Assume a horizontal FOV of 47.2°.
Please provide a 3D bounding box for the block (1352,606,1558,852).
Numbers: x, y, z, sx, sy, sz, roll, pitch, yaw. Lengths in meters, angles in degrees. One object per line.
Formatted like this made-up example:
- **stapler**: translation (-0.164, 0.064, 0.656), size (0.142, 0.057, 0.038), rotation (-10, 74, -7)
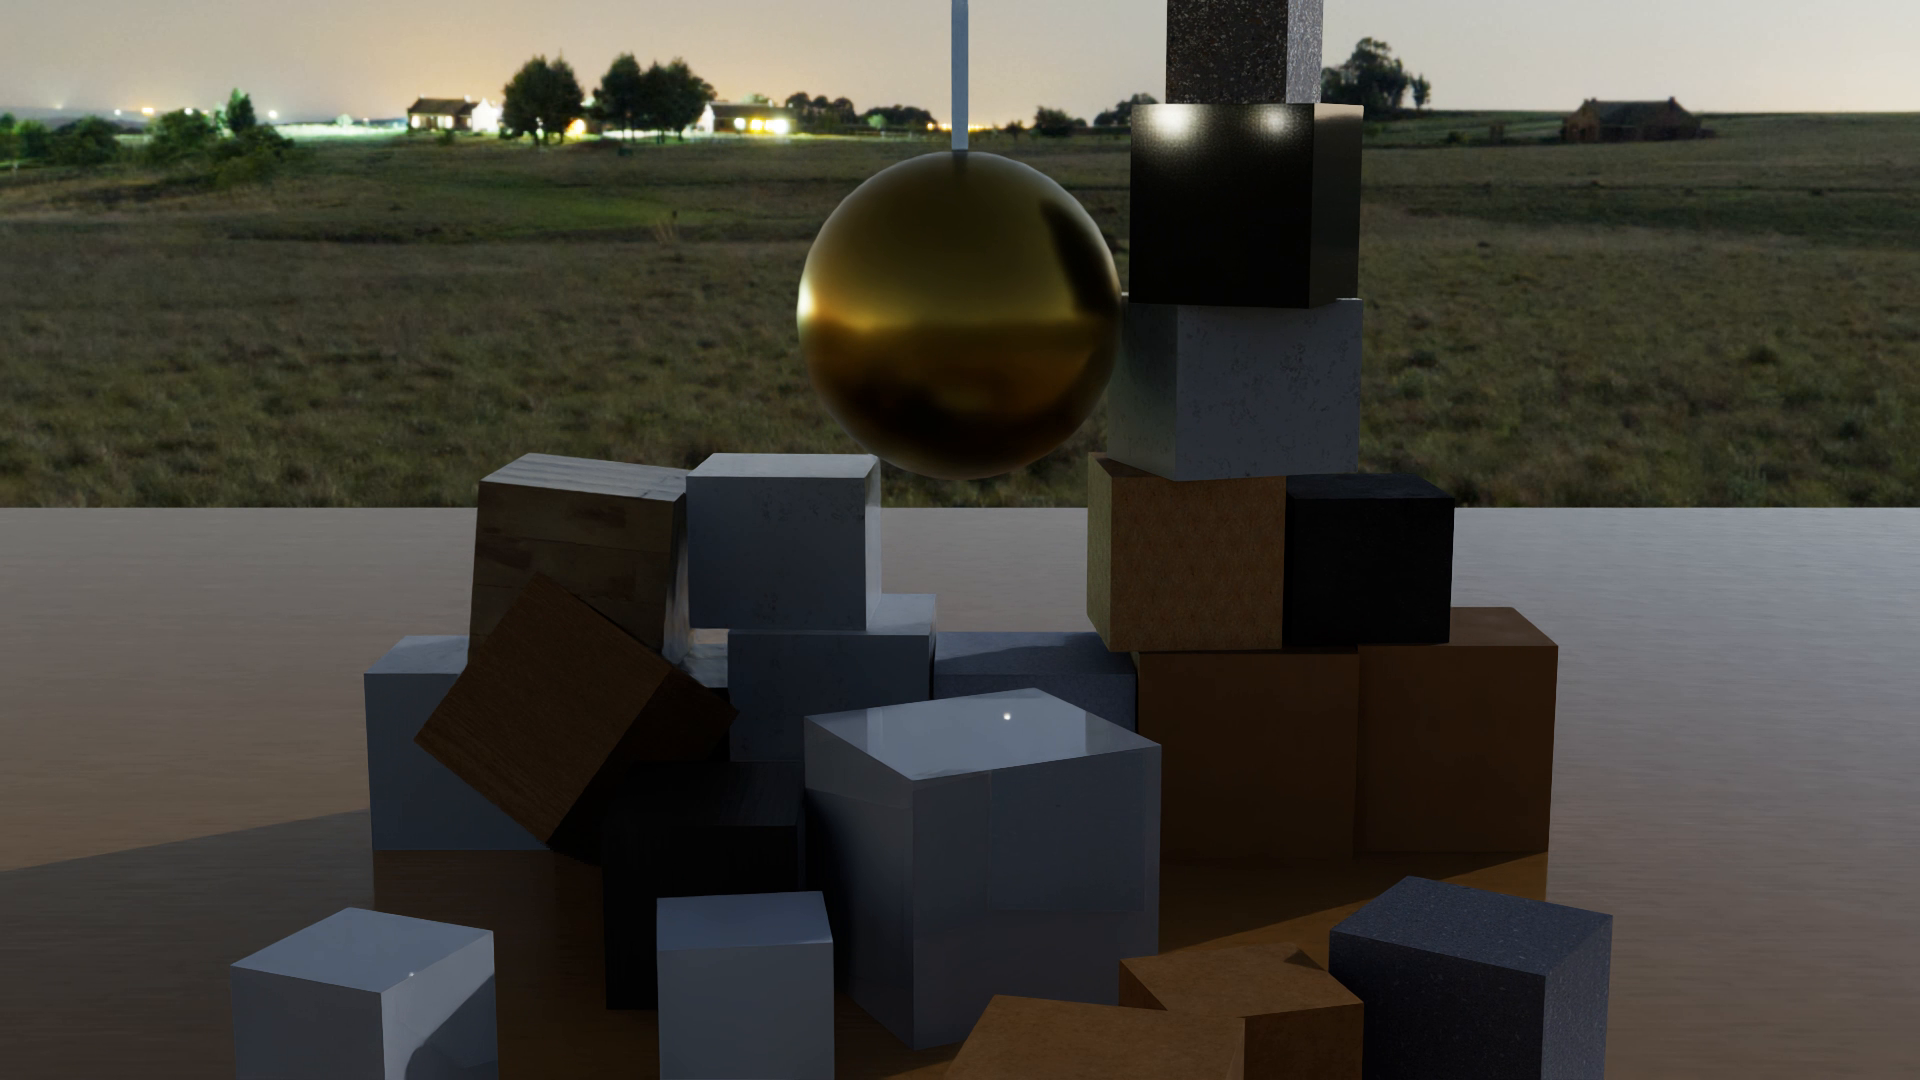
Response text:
- **block**: translation (2.450, 0.957, 11.358), size (0.986, 1.054, 0.919), rotation (0, 10, 0)

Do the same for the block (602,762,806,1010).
- **block**: translation (-1.055, 1.453, 9.388), size (0.789, 0.782, 0.934), rotation (0, 10, 0)

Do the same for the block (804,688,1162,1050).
- **block**: translation (0.077, 1.327, 9.205), size (1.115, 1.095, 1.069), rotation (-5, 12, -26)

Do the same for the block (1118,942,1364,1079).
- **block**: translation (0.947, 1.837, 7.539), size (0.650, 0.689, 0.590), rotation (-3, 11, -15)

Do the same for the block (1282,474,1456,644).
- **block**: translation (2.011, 0.081, 11.201), size (0.787, 0.725, 0.810), rotation (0, 10, -2)

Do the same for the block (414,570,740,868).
- **block**: translation (-1.743, 0.854, 10.116), size (0.839, 0.939, 0.851), rotation (33, -7, 23)

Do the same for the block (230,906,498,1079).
- **block**: translation (-2.065, 1.780, 7.685), size (0.628, 0.748, 0.628), rotation (4, 11, 23)

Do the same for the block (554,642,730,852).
- **block**: translation (-1.582, 1.056, 11.389), size (0.893, 0.847, 0.987), rotation (0, 10, 0)

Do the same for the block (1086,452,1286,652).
- **block**: translation (1.125, 0.039, 11.135), size (0.852, 0.863, 0.877), rotation (-1, 10, -4)

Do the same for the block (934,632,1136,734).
- **block**: translation (0.370, 1.027, 11.358), size (0.995, 0.916, 0.951), rotation (0, 10, 0)

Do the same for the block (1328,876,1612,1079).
- **block**: translation (1.827, 1.735, 7.903), size (0.781, 0.758, 0.708), rotation (7, 12, 33)

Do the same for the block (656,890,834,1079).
- **block**: translation (-0.819, 1.731, 8.339), size (0.640, 0.611, 0.569), rotation (-1, 10, -8)

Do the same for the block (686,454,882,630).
- **block**: translation (-0.876, -0.004, 11.161), size (0.877, 0.760, 0.803), rotation (1, 10, 3)

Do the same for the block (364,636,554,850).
- **block**: translation (-2.492, 1.031, 11.353), size (0.904, 0.910, 0.845), rotation (0, 10, 0)

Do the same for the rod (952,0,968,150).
- **rod**: translation (0.000, -4.460, 10.268), size (0.080, 5.200, 0.080), rotation (0, 8, 0)

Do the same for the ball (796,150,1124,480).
- **ball**: translation (0.000, -1.094, 10.747), size (1.600, 1.600, 1.600), rotation (0, 10, 0)

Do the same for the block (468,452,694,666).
- **block**: translation (-1.874, 0.135, 11.196), size (0.952, 0.938, 1.008), rotation (6, 10, 2)

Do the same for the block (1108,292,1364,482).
- **block**: translation (1.352, -0.792, 10.941), size (0.979, 0.841, 0.843), rotation (-3, 11, -18)

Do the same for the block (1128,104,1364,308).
- **block**: translation (1.373, -1.609, 10.511), size (0.879, 0.922, 0.838), rotation (5, 11, 25)

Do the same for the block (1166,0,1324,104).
- **block**: translation (1.385, -2.373, 10.680), size (0.598, 0.520, 0.597), rotation (5, 11, 24)

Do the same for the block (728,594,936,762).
- **block**: translation (-0.631, 0.928, 11.311), size (0.984, 1.128, 0.994), rotation (0, 10, 1)

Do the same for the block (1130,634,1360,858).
- **block**: translation (1.410, 0.964, 11.362), size (1.073, 1.039, 1.153), rotation (0, 10, 0)

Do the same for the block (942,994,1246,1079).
- **block**: translation (0.417, 1.940, 6.815), size (0.821, 0.743, 0.767), rotation (3, 11, 14)
